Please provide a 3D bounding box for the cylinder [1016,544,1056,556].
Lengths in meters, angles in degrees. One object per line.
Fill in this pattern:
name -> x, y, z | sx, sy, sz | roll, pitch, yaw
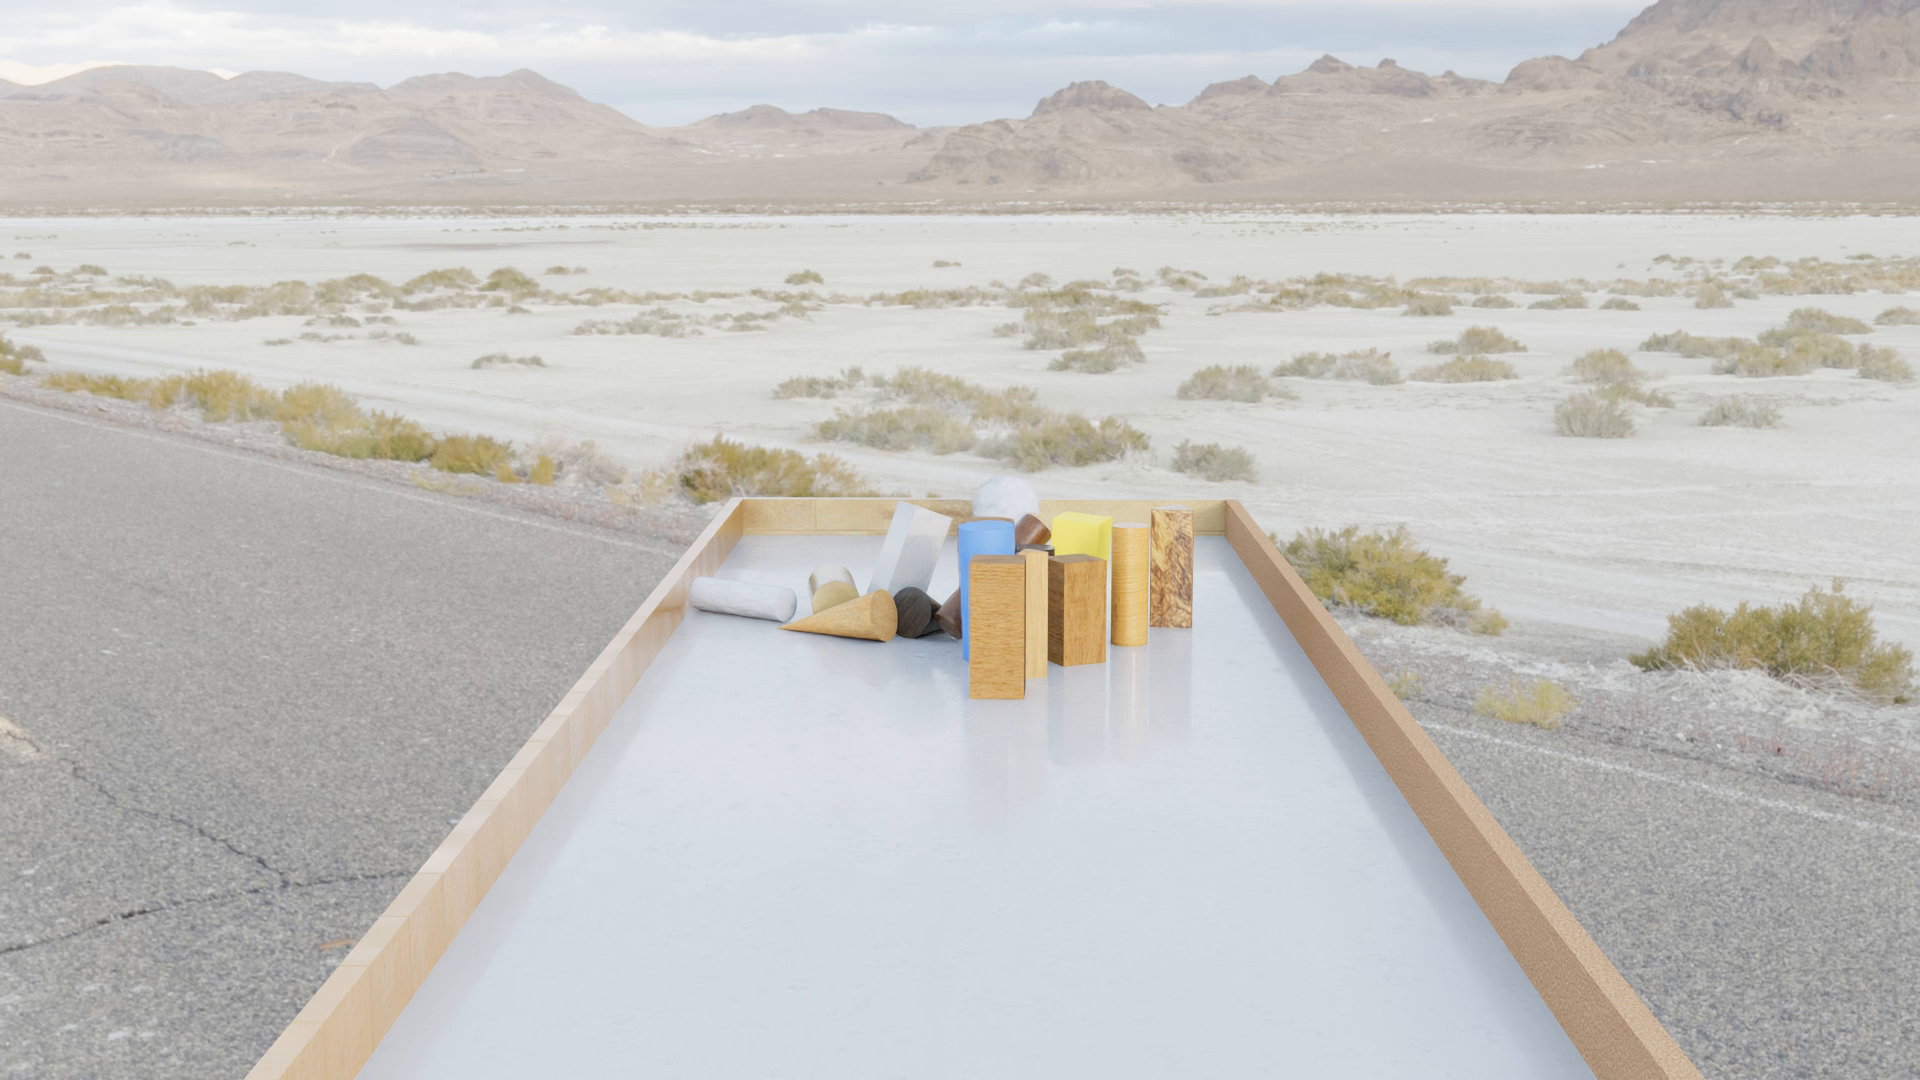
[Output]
cylinder -> 0.231, 0.174, 6.938 | 0.137, 0.306, 0.137 | 0, 9, 0

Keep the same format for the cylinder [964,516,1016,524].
cylinder -> 0.094, 0.107, 7.223 | 0.171, 0.347, 0.171 | 0, 9, 0

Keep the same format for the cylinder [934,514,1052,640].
cylinder -> 0.106, 0.115, 7.056 | 0.454, 0.117, 0.117 | -48, 29, -18

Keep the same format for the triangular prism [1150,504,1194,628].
triangular prism -> 0.703, 0.084, 7.229 | 0.139, 0.390, 0.120 | 2, 9, 12

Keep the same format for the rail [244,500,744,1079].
rail -> -1.004, 0.839, 3.234 | 0.050, 0.150, 12.000 | 0, 9, 1

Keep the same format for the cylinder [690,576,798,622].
cylinder -> -0.730, 0.198, 7.395 | 0.380, 0.114, 0.114 | 6, 11, 35

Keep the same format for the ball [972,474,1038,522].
ball -> 0.186, -0.131, 8.979 | 0.269, 0.269, 0.269 | 0, 9, 0

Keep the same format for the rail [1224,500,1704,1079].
rail -> 1.046, 0.843, 3.208 | 0.050, 0.150, 12.000 | 0, 9, 1

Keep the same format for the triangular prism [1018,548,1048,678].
triangular prism -> 0.205, 0.215, 6.462 | 0.091, 0.373, 0.079 | -2, 9, -11

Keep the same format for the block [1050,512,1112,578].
block -> 0.387, 0.102, 7.185 | 0.156, 0.357, 0.156 | 8, 11, 18

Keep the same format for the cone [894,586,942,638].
cone -> -0.075, 0.251, 7.168 | 0.165, 0.165, 0.321 | 6, -4, 33

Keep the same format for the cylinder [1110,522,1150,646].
cylinder -> 0.535, 0.140, 6.925 | 0.118, 0.376, 0.118 | 0, 9, 0

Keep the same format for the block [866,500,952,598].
block -> -0.175, 0.075, 7.264 | 0.139, 0.374, 0.139 | 20, -1, -28

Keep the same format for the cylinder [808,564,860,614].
cylinder -> -0.420, 0.185, 7.327 | 0.161, 0.161, 0.353 | -1, 9, -6

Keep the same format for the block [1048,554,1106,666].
block -> 0.345, 0.211, 6.677 | 0.146, 0.314, 0.146 | -4, 10, -26

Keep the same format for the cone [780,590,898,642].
cone -> -0.421, 0.264, 7.082 | 0.417, 0.167, 0.167 | -8, 4, 29

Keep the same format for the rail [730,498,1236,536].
rail -> 0.099, -0.098, 9.147 | 2.100, 0.150, 0.050 | 0, 9, 1

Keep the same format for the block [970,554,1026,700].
block -> 0.108, 0.245, 6.227 | 0.153, 0.387, 0.153 | 1, 9, 4

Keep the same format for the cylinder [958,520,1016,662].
cylinder -> 0.087, 0.158, 6.680 | 0.172, 0.409, 0.172 | -2, 11, 0
